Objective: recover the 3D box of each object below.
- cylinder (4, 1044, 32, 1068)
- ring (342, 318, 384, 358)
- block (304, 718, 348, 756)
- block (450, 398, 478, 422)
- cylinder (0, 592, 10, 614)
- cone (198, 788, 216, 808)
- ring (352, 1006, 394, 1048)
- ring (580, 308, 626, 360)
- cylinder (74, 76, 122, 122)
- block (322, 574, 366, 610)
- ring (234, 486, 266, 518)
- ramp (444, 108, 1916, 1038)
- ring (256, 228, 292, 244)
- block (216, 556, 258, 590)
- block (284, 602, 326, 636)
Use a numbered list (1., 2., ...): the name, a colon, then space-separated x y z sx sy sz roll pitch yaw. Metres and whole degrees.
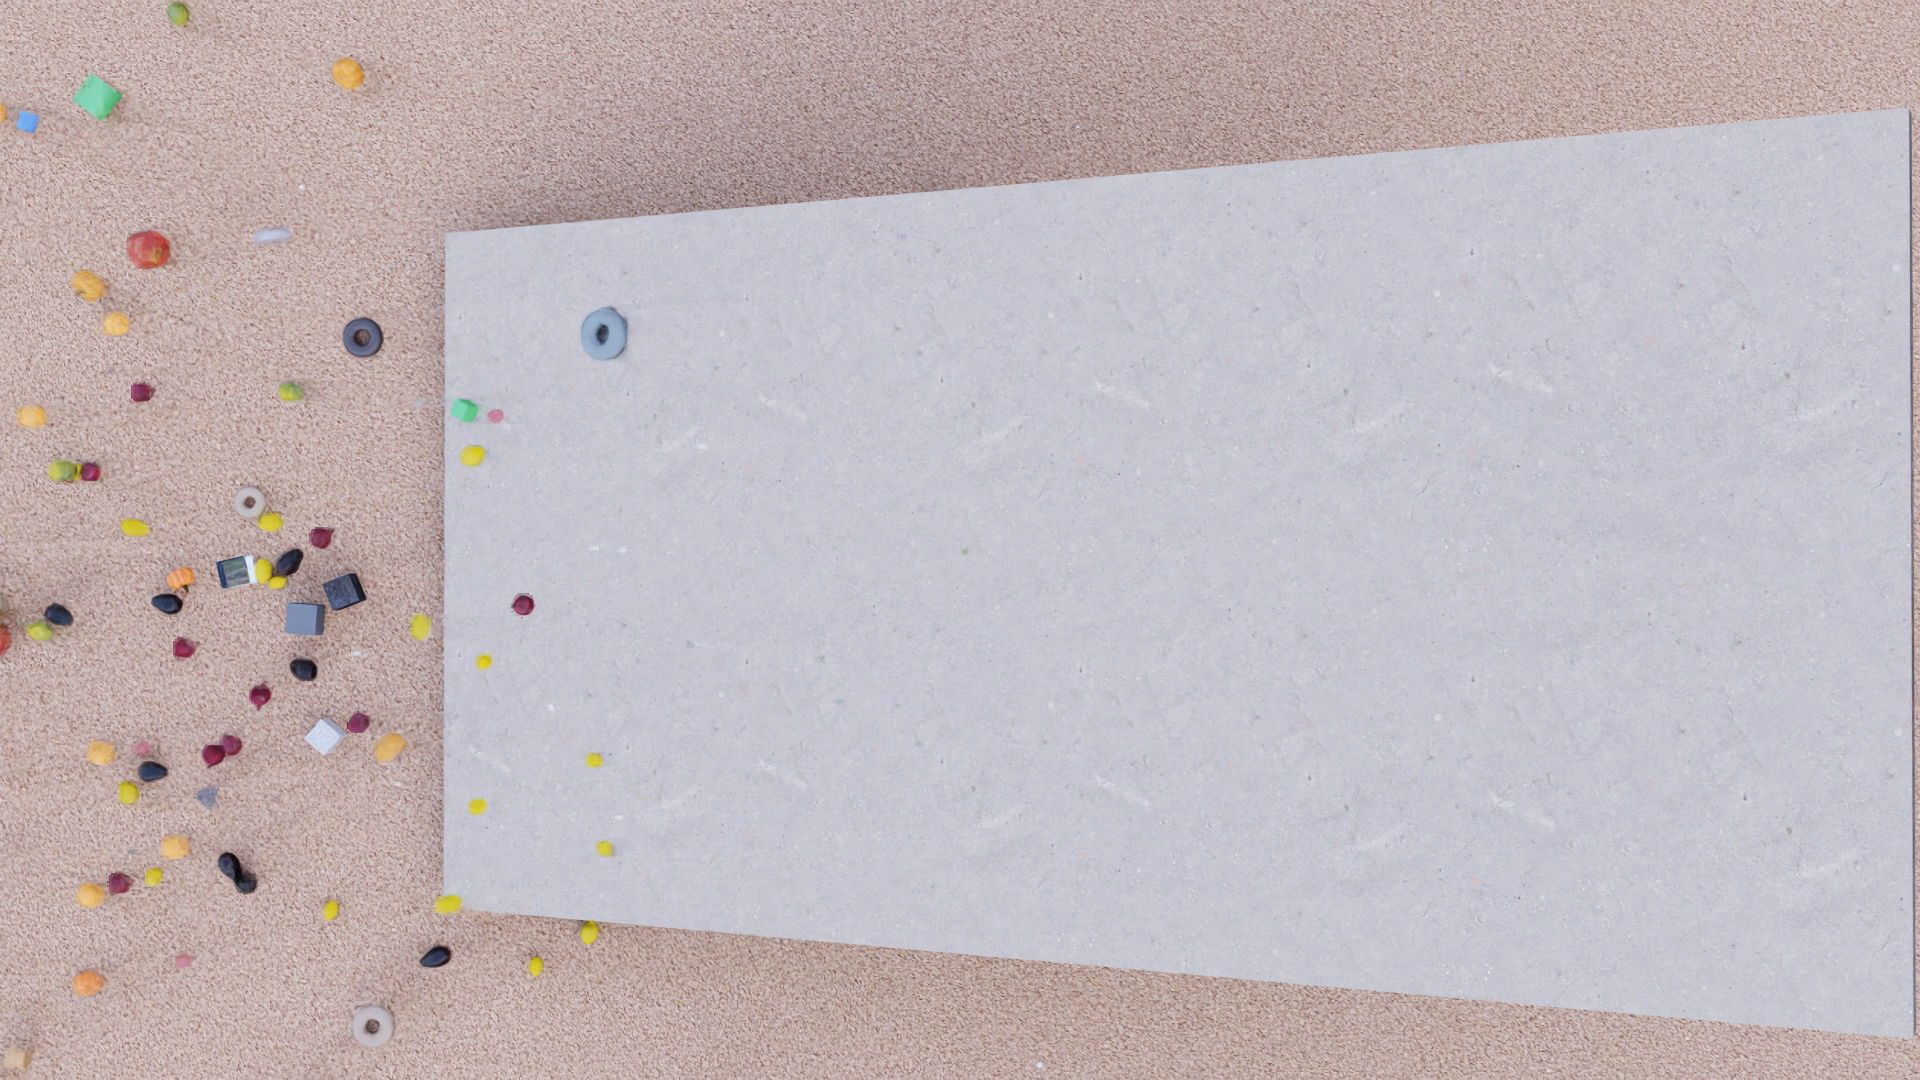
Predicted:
1. cylinder: -2.813 1.542 6.568 0.058 0.058 0.058 10 89 0
2. ring: -1.792 -0.607 6.600 0.122 0.041 0.122 0 91 1
3. block: -1.893 0.587 6.568 0.077 0.077 0.077 41 90 0
4. block: -1.457 -0.381 6.463 0.051 0.051 0.051 33 104 23
5. cylinder: -2.900 0.185 6.569 0.084 0.084 0.084 -28 89 0
6. cone: -2.247 0.783 6.591 0.059 0.059 0.059 -11 116 0
7. ring: -1.755 1.454 6.576 0.128 0.043 0.128 0 91 0
8. ring: -1.011 -0.584 6.242 0.149 0.050 0.149 0 91 27
9. cylinder: -2.577 -1.322 6.576 0.098 0.098 0.098 36 87 0
10. block: -1.838 0.155 6.569 0.085 0.085 0.085 -22 89 0
11. ring: -2.130 -0.113 6.598 0.098 0.033 0.098 0 88 1
12. ramp: 0.279 0.079 5.667 4.000 0.100 2.000 0 89 27
13. ring: -2.047 -0.908 6.561 0.107 0.107 0.036 -9 95 0
14. block: -2.160 0.096 6.571 0.083 0.083 0.083 -13 89 0
15. block: -1.954 0.236 6.566 0.089 0.089 0.089 5 89 0
